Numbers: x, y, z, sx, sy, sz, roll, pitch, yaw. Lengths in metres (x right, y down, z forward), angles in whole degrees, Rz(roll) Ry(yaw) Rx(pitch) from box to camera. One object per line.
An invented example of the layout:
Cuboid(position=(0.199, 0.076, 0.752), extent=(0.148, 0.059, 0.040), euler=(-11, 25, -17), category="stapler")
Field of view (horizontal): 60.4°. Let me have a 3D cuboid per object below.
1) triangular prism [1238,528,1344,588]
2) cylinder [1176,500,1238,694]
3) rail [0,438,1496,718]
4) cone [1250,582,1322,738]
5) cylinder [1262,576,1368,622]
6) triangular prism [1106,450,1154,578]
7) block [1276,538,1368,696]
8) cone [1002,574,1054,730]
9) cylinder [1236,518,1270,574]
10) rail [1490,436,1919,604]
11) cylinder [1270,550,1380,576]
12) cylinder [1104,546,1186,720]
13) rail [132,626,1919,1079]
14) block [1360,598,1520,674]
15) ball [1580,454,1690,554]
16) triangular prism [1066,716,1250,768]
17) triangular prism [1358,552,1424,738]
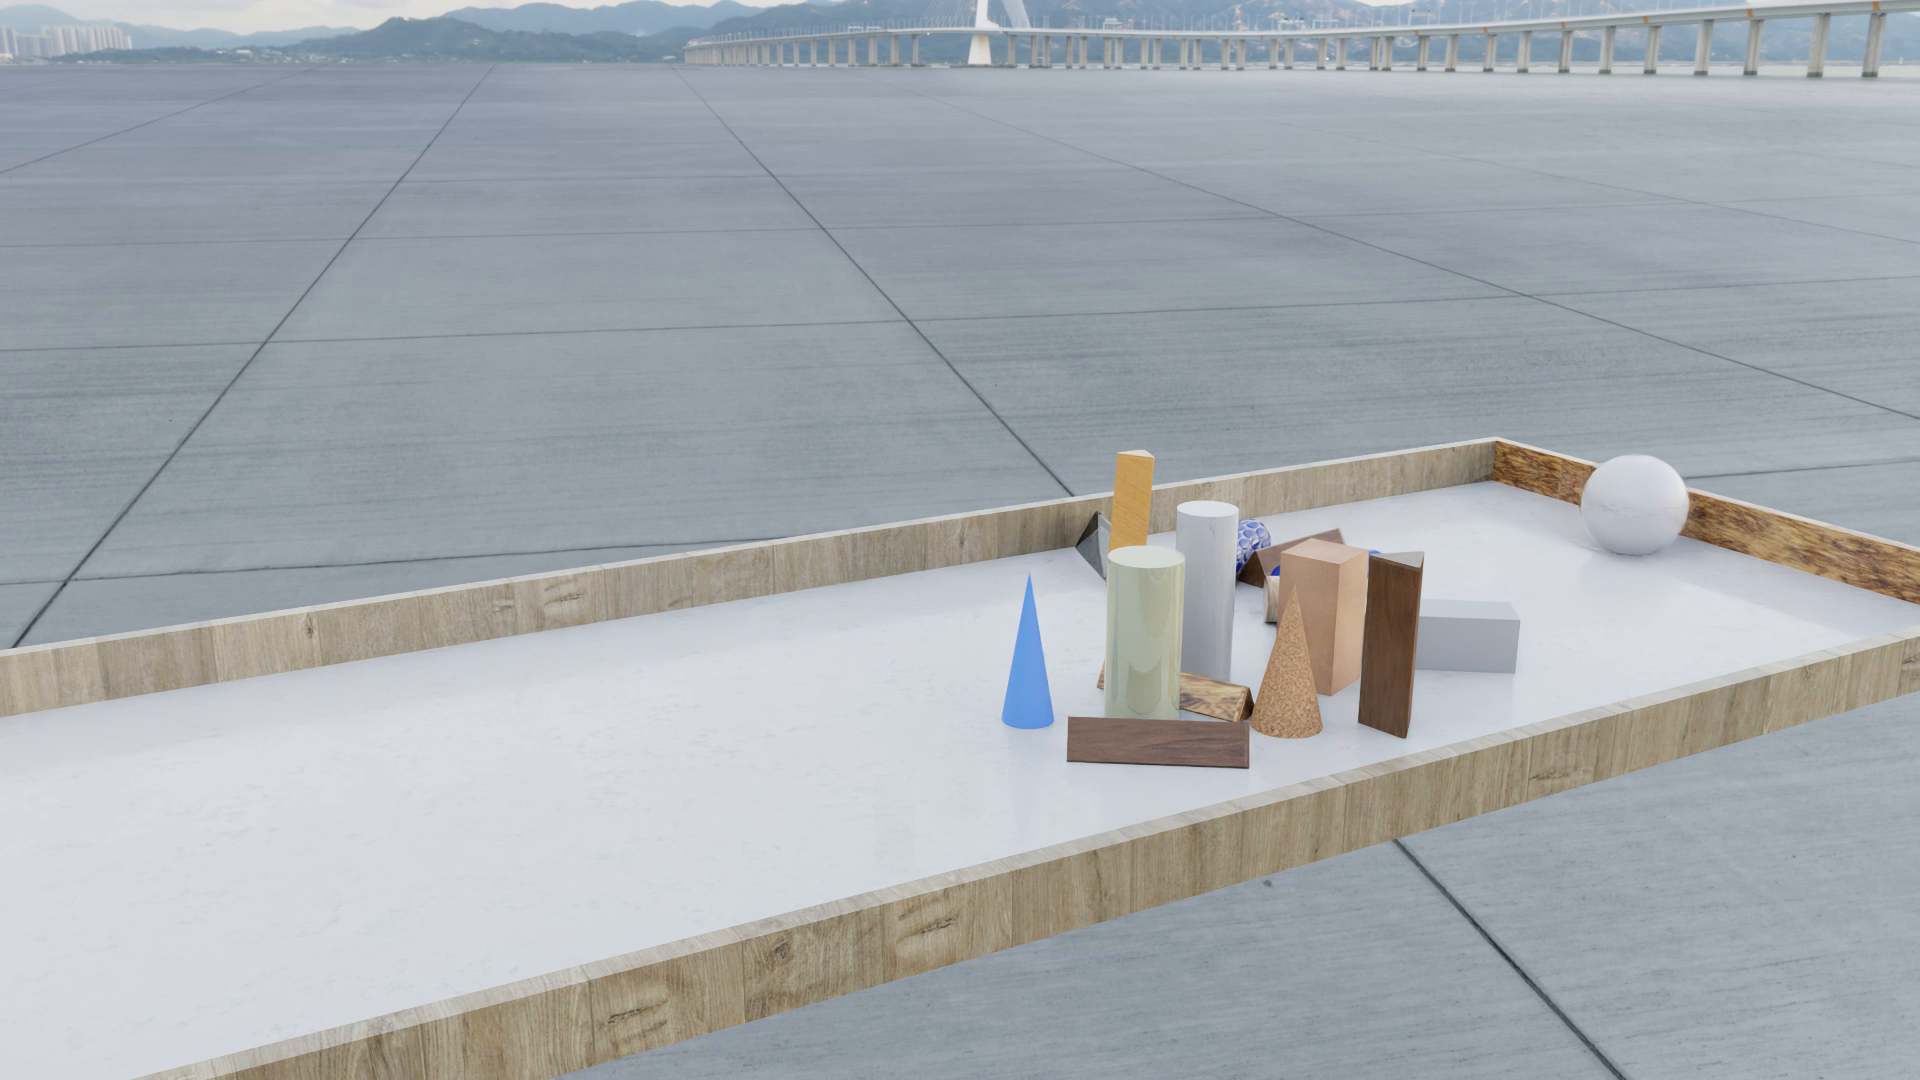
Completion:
Cuboid(position=(1.022, 0.047, 4.997), extent=(0.392, 0.106, 0.122), euler=(-13, 21, -38), category="triangular prism")
Cuboid(position=(0.603, 0.141, 4.074), extent=(0.149, 0.452, 0.149), euler=(0, 16, 0), category="cylinder")
Cuboid(position=(-3.305, 0.497, 3.399), extent=(12.000, 0.150, 0.050), euler=(-9, 18, -27), category="rail")
Cuboid(position=(0.766, 0.263, 3.828), extent=(0.170, 0.356, 0.170), euler=(0, 16, 0), category="cone")
Cuboid(position=(1.029, 0.167, 4.560), extent=(0.366, 0.128, 0.128), euler=(1, 16, 4), category="cylinder")
Cuboid(position=(0.510, -0.061, 4.843), extent=(0.108, 0.401, 0.094), euler=(9, 15, 19), category="triangular prism")
Cuboid(position=(0.898, 0.190, 4.105), extent=(0.158, 0.340, 0.158), euler=(13, 21, 37), category="block")
Cuboid(position=(0.161, 0.247, 3.858), extent=(0.126, 0.370, 0.126), euler=(0, 16, 0), category="cone")
Cuboid(position=(0.810, 0.041, 4.976), extent=(0.134, 0.134, 0.356), euler=(10, 19, 30), category="cylinder")
Cuboid(position=(2.466, -0.048, 5.253), extent=(0.050, 0.150, 2.100), euler=(-9, 18, -27), category="rail")
Cuboid(position=(1.067, 0.111, 4.759), extent=(0.340, 0.123, 0.123), euler=(-9, 19, -28), category="cylinder")
Cuboid(position=(0.432, 0.229, 3.873), extent=(0.179, 0.397, 0.179), euler=(0, 16, 0), category="cylinder")
Cuboid(position=(-2.336, 1.006, 1.665), extent=(12.000, 0.150, 0.050), euler=(-9, 18, -27), category="rail")
Cuboid(position=(1.222, 0.244, 4.268), extent=(0.401, 0.145, 0.145), euler=(2, 16, 7), category="block")
Cuboid(position=(2.115, -0.112, 5.176), extent=(0.316, 0.316, 0.316), euler=(0, 16, 0), category="ball")
Cuboid(position=(0.442, 0.442, 3.688), extent=(0.402, 0.087, 0.100), euler=(2, 17, 5), category="triangular prism")
Cuboid(position=(1.024, 0.235, 3.823), extent=(0.114, 0.413, 0.132), euler=(-13, 21, -38), category="triangular prism")
